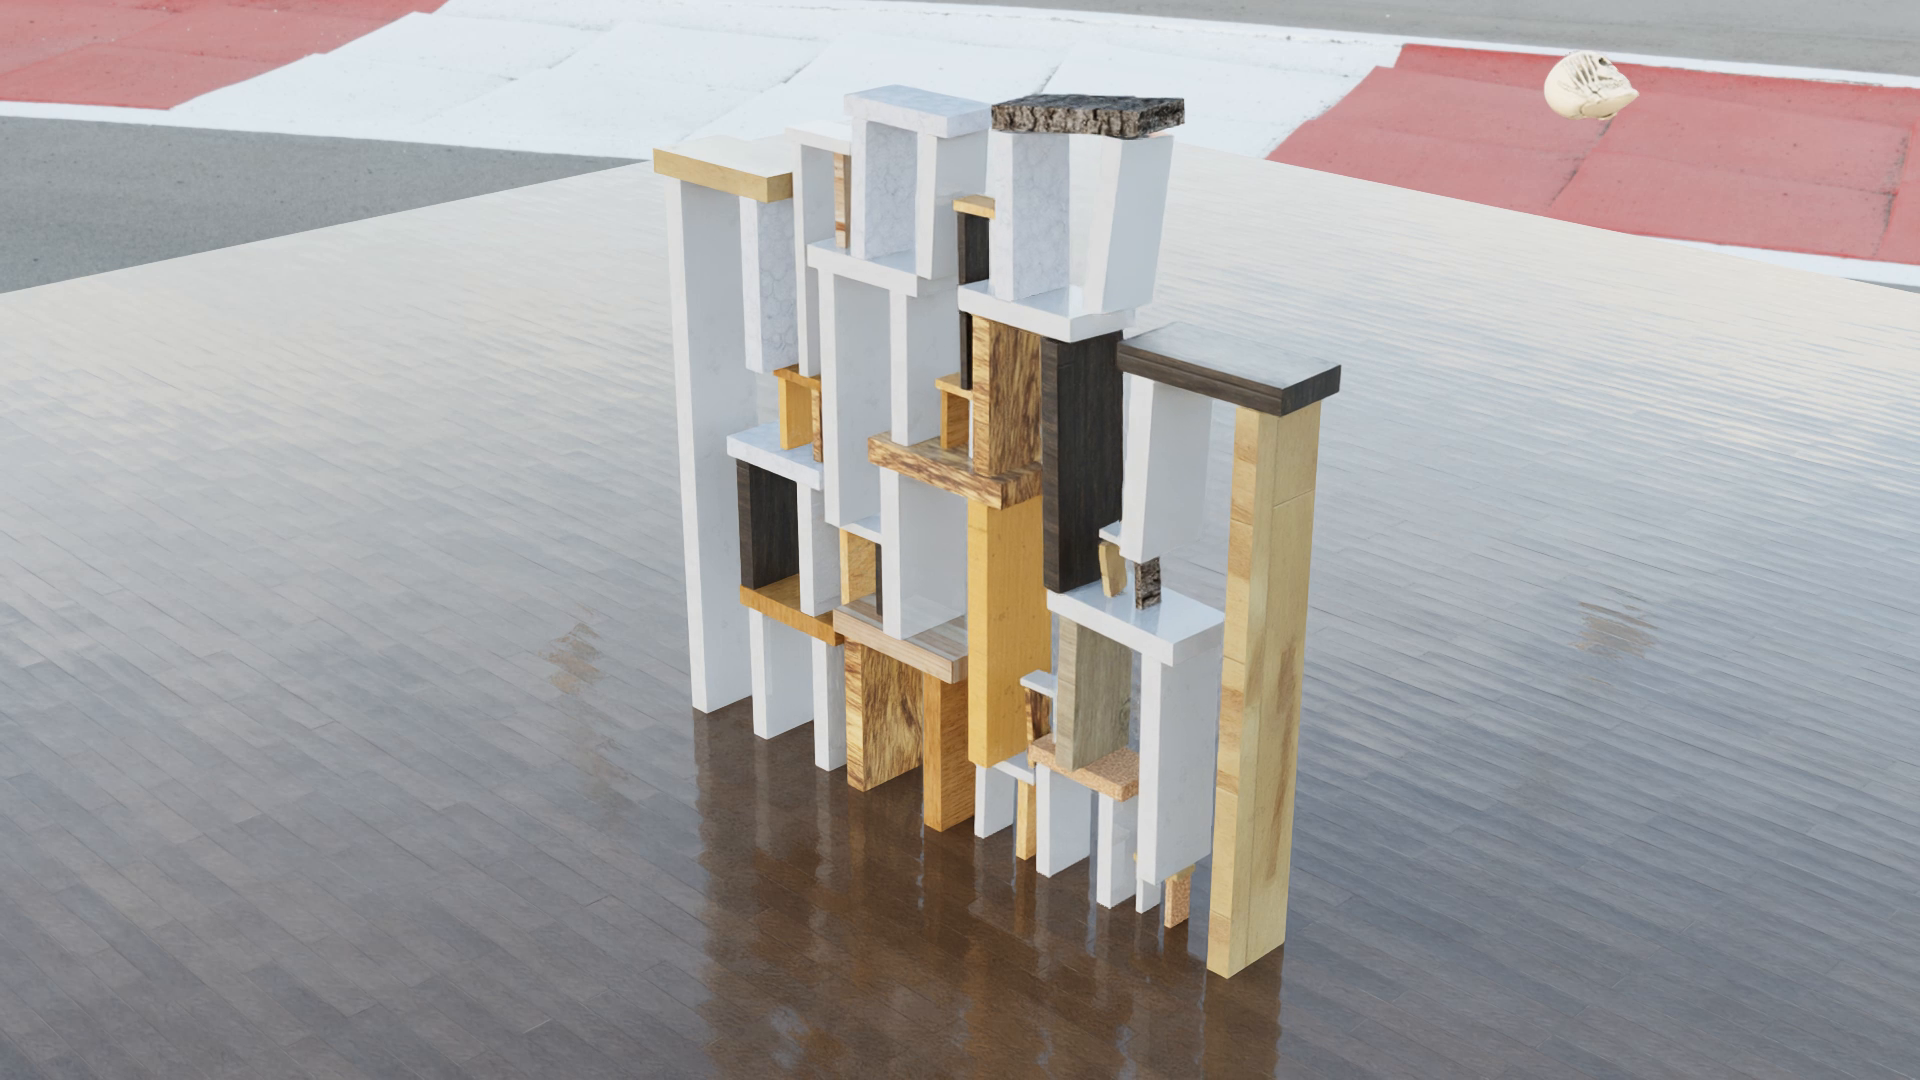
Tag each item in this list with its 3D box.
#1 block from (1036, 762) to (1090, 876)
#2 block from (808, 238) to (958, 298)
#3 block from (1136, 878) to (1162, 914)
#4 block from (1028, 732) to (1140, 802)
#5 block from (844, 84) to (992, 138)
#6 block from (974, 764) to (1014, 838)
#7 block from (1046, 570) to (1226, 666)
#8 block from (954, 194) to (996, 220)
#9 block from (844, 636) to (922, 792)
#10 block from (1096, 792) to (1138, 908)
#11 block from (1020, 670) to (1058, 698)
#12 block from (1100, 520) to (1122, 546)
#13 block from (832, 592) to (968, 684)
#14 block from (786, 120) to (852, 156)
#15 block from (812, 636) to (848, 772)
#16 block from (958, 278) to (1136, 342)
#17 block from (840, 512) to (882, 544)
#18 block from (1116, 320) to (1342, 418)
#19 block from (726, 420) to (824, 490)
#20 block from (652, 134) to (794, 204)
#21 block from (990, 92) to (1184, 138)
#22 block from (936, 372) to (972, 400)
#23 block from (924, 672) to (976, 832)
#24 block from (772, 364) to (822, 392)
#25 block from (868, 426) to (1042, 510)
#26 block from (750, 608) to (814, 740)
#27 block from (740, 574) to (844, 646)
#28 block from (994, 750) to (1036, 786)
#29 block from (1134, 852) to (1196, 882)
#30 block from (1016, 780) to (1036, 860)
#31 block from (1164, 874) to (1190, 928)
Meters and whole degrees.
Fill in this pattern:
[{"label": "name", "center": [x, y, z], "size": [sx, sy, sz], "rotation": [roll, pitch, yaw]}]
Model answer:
[{"label": "block", "center": [0.200, 0.519, 4.235], "size": [0.117, 0.234, 0.033], "rotation": [-21, 29, -41]}, {"label": "block", "center": [-0.132, -0.524, 4.150], "size": [0.299, 0.042, 0.149], "rotation": [21, 31, 40]}, {"label": "block", "center": [0.354, 0.641, 4.115], "size": [0.053, 0.105, 0.015], "rotation": [-21, 31, -40]}, {"label": "block", "center": [0.255, 0.417, 4.133], "size": [0.234, 0.033, 0.117], "rotation": [22, 31, 40]}, {"label": "block", "center": [-0.071, -0.775, 3.966], "size": [0.263, 0.037, 0.131], "rotation": [21, 31, 40]}, {"label": "block", "center": [0.069, 0.499, 4.364], "size": [0.024, 0.171, 0.086], "rotation": [23, 32, 40]}, {"label": "block", "center": [0.318, 0.129, 3.919], "size": [0.155, 0.044, 0.310], "rotation": [-21, 31, -37]}, {"label": "block", "center": [0.053, -0.591, 3.908], "size": [0.122, 0.017, 0.061], "rotation": [20, 30, 39]}, {"label": "block", "center": [-0.156, 0.333, 4.540], "size": [0.048, 0.341, 0.171], "rotation": [21, 31, 41]}, {"label": "block", "center": [0.311, 0.563, 4.133], "size": [0.117, 0.234, 0.033], "rotation": [-21, 30, -41]}, {"label": "block", "center": [0.167, 0.273, 4.155], "size": [0.049, 0.014, 0.099], "rotation": [-22, 30, -40]}, {"label": "block", "center": [0.302, -0.003, 3.879], "size": [0.104, 0.015, 0.052], "rotation": [26, 35, 37]}, {"label": "block", "center": [-0.076, 0.185, 4.390], "size": [0.171, 0.048, 0.341], "rotation": [-21, 31, -40]}, {"label": "block", "center": [-0.237, -0.763, 4.163], "size": [0.090, 0.026, 0.181], "rotation": [-21, 31, -40]}, {"label": "block", "center": [-0.237, 0.321, 4.619], "size": [0.043, 0.301, 0.150], "rotation": [21, 31, 41]}, {"label": "block", "center": [0.149, -0.411, 3.864], "size": [0.150, 0.043, 0.301], "rotation": [-18, 26, -35]}, {"label": "block", "center": [-0.171, -0.028, 4.401], "size": [0.157, 0.022, 0.078], "rotation": [21, 31, 41]}, {"label": "block", "center": [0.440, -0.286, 3.625], "size": [0.333, 0.047, 0.166], "rotation": [21, 30, 38]}, {"label": "block", "center": [-0.331, -0.176, 4.511], "size": [0.144, 0.041, 0.287], "rotation": [-21, 31, -41]}, {"label": "block", "center": [-0.431, -0.742, 4.376], "size": [0.353, 0.050, 0.176], "rotation": [21, 31, 41]}, {"label": "block", "center": [0.214, -0.717, 3.703], "size": [0.292, 0.041, 0.146], "rotation": [11, 23, 35]}, {"label": "block", "center": [0.015, -0.285, 4.087], "size": [0.058, 0.016, 0.115], "rotation": [-21, 31, -38]}, {"label": "block", "center": [0.005, 0.395, 4.392], "size": [0.171, 0.341, 0.048], "rotation": [-21, 31, -41]}, {"label": "block", "center": [-0.296, -0.332, 4.406], "size": [0.076, 0.022, 0.153], "rotation": [-21, 31, -40]}, {"label": "block", "center": [0.011, -0.149, 4.150], "size": [0.352, 0.050, 0.176], "rotation": [21, 31, 40]}, {"label": "block", "center": [-0.379, 0.266, 4.749], "size": [0.043, 0.301, 0.150], "rotation": [21, 31, 41]}, {"label": "block", "center": [-0.308, 0.136, 4.617], "size": [0.301, 0.043, 0.150], "rotation": [21, 31, 41]}, {"label": "block", "center": [0.110, 0.424, 4.291], "size": [0.171, 0.024, 0.085], "rotation": [21, 31, 40]}, {"label": "block", "center": [0.378, 0.595, 4.068], "size": [0.053, 0.015, 0.105], "rotation": [-21, 31, -39]}, {"label": "block", "center": [0.150, 0.531, 4.290], "size": [0.024, 0.171, 0.085], "rotation": [23, 32, 39]}, {"label": "block", "center": [0.403, 0.660, 4.068], "size": [0.053, 0.105, 0.015], "rotation": [-22, 31, -40]}]
